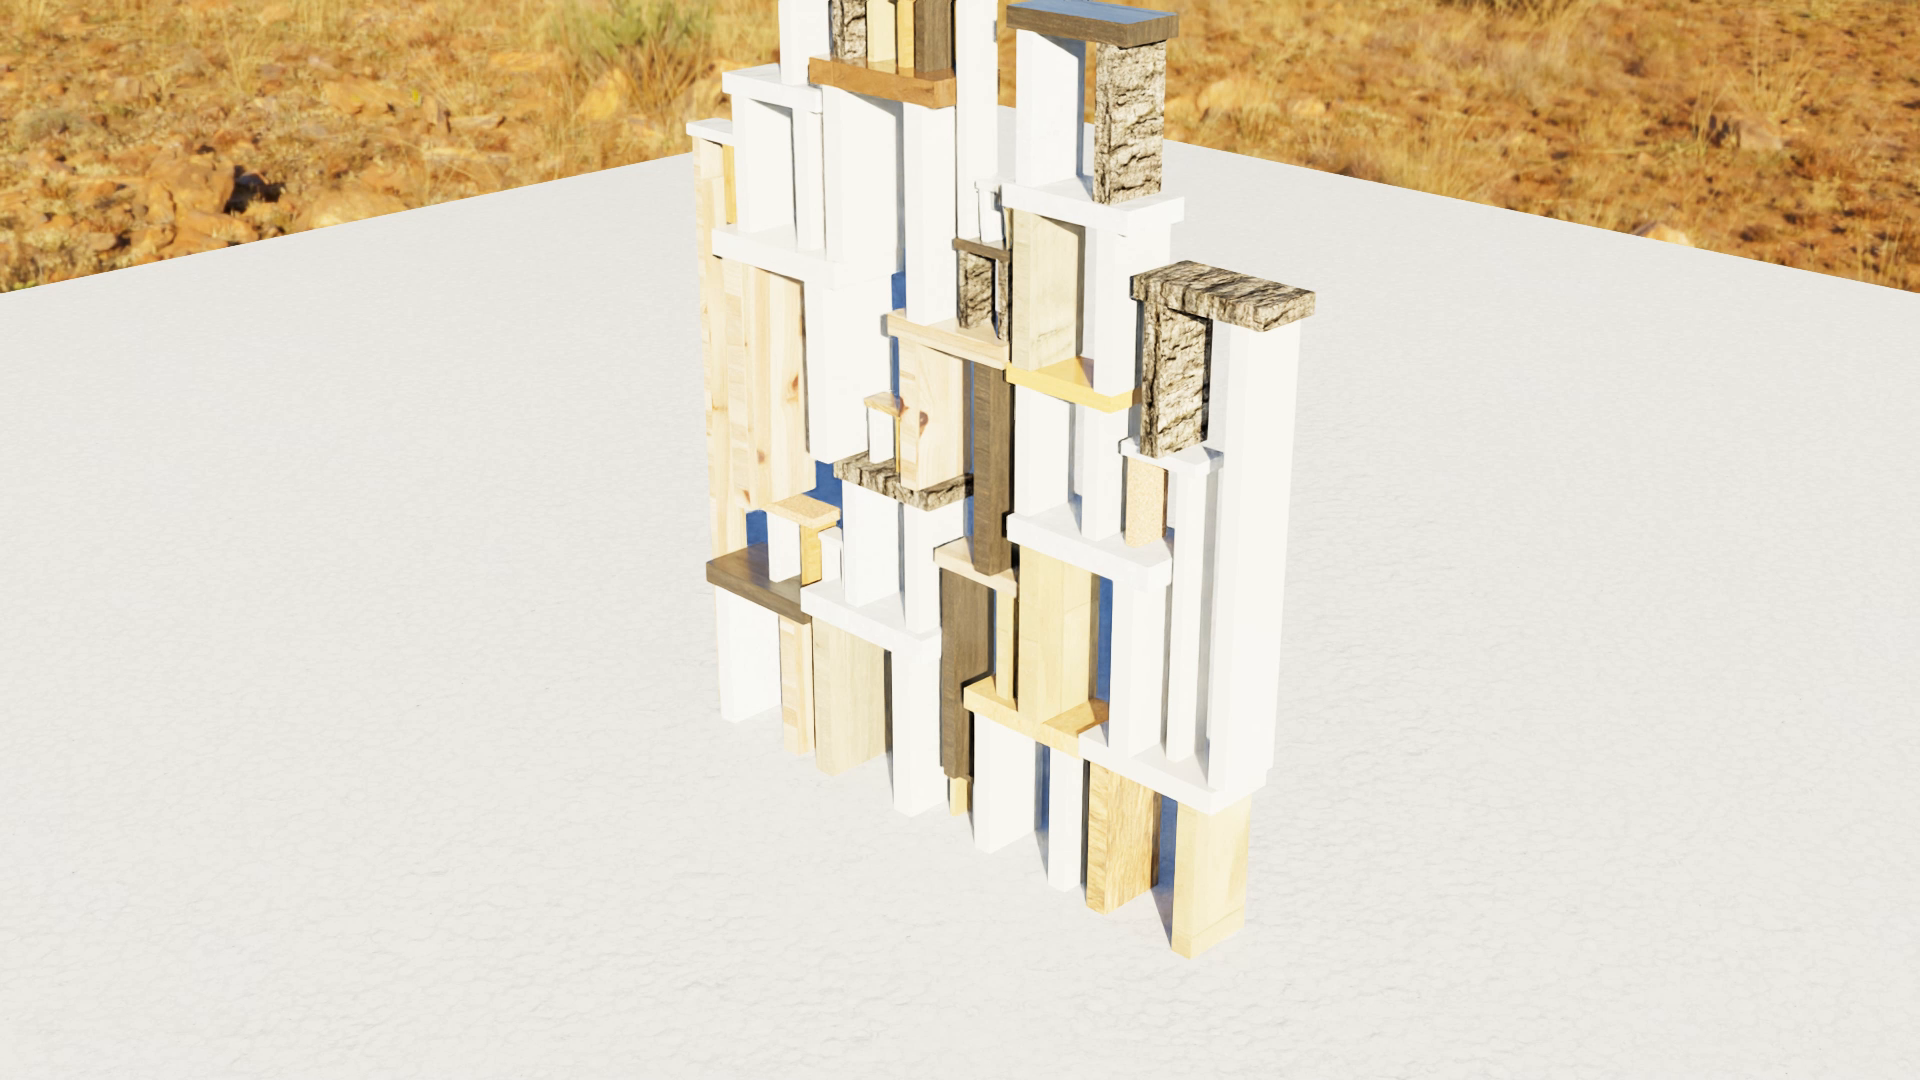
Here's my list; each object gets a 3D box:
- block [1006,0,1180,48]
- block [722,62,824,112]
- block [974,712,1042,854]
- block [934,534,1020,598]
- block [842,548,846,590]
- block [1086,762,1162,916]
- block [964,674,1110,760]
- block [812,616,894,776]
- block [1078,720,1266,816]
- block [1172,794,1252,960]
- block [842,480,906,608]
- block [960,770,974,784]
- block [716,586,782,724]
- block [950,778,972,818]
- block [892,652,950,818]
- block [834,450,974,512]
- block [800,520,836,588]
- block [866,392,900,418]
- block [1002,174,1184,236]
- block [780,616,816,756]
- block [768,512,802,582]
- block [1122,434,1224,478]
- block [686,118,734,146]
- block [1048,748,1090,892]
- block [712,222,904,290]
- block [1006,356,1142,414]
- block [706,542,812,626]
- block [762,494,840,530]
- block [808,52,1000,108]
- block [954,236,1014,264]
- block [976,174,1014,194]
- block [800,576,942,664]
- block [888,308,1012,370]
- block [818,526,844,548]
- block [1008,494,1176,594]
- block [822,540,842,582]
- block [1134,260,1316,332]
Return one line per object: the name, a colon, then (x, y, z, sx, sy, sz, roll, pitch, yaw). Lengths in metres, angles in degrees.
block: (0.217, -0.855, 3.623, 0.262, 0.037, 0.131, 21, 31, 40)
block: (-0.315, -0.865, 4.202, 0.268, 0.038, 0.134, 21, 31, 40)
block: (0.096, 0.452, 4.314, 0.042, 0.297, 0.148, 21, 31, 41)
block: (0.068, 0.048, 4.176, 0.110, 0.031, 0.221, -21, 31, -40)
block: (-0.219, 0.054, 4.481, 0.046, 0.092, 0.013, -21, 31, -41)
block: (0.309, 0.531, 4.111, 0.044, 0.310, 0.155, 21, 31, 41)
block: (0.166, 0.324, 4.183, 0.297, 0.042, 0.148, 21, 31, 41)
block: (-0.221, 0.300, 4.599, 0.050, 0.355, 0.177, 21, 31, 41)
block: (0.382, 0.397, 3.975, 0.310, 0.044, 0.155, 21, 31, 41)
block: (0.455, 0.588, 3.977, 0.044, 0.310, 0.155, 21, 31, 41)
block: (-0.171, -0.010, 4.408, 0.038, 0.265, 0.133, 21, 31, 40)
block: (0.025, 0.465, 4.401, 0.096, 0.014, 0.048, 21, 31, 40)
block: (-0.453, 0.227, 4.819, 0.045, 0.317, 0.158, 21, 31, 41)
block: (0.003, 0.507, 4.443, 0.014, 0.096, 0.048, 21, 31, 41)
block: (-0.054, 0.366, 4.445, 0.050, 0.355, 0.177, 21, 31, 41)
block: (-0.108, -0.125, 4.290, 0.265, 0.038, 0.133, 21, 31, 40)
block: (-0.292, 0.033, 4.558, 0.022, 0.156, 0.078, 21, 31, 41)
block: (-0.125, -0.260, 4.252, 0.056, 0.016, 0.112, -22, 31, -40)
block: (0.224, -0.575, 3.732, 0.285, 0.040, 0.143, 21, 31, 41)
block: (-0.304, 0.286, 4.682, 0.045, 0.317, 0.158, 21, 31, 41)
block: (-0.365, 0.004, 4.626, 0.022, 0.156, 0.078, 21, 31, 41)
block: (0.366, -0.148, 3.769, 0.166, 0.023, 0.083, 21, 31, 41)
block: (-0.467, -0.815, 4.390, 0.078, 0.022, 0.157, -20, 30, -39)
block: (0.236, 0.507, 4.185, 0.148, 0.297, 0.042, -21, 31, -41)
block: (-0.301, -0.569, 4.304, 0.359, 0.051, 0.180, 21, 31, 40)
block: (0.213, -0.282, 3.868, 0.245, 0.035, 0.122, 21, 31, 40)
block: (-0.379, 0.090, 4.680, 0.317, 0.045, 0.158, 21, 31, 41)
block: (-0.329, -0.064, 4.558, 0.156, 0.022, 0.078, 20, 30, 39)
block: (-0.102, -0.840, 3.977, 0.164, 0.047, 0.329, -22, 31, -40)
block: (0.067, -0.524, 3.921, 0.145, 0.021, 0.072, 21, 31, 40)
block: (0.079, -0.622, 3.862, 0.048, 0.014, 0.095, -22, 31, -38)
block: (-0.137, 0.147, 4.443, 0.355, 0.050, 0.177, 21, 31, 41)
block: (0.022, -0.383, 4.041, 0.148, 0.042, 0.295, -21, 31, -41)
block: (-0.241, -0.003, 4.480, 0.092, 0.013, 0.046, 21, 31, 41)
block: (0.264, 0.001, 3.933, 0.335, 0.047, 0.167, 21, 31, 41)
block: (-0.263, 0.037, 4.521, 0.046, 0.092, 0.013, -21, 31, -41)
block: (0.430, -0.401, 3.595, 0.135, 0.038, 0.270, -21, 31, -41)
